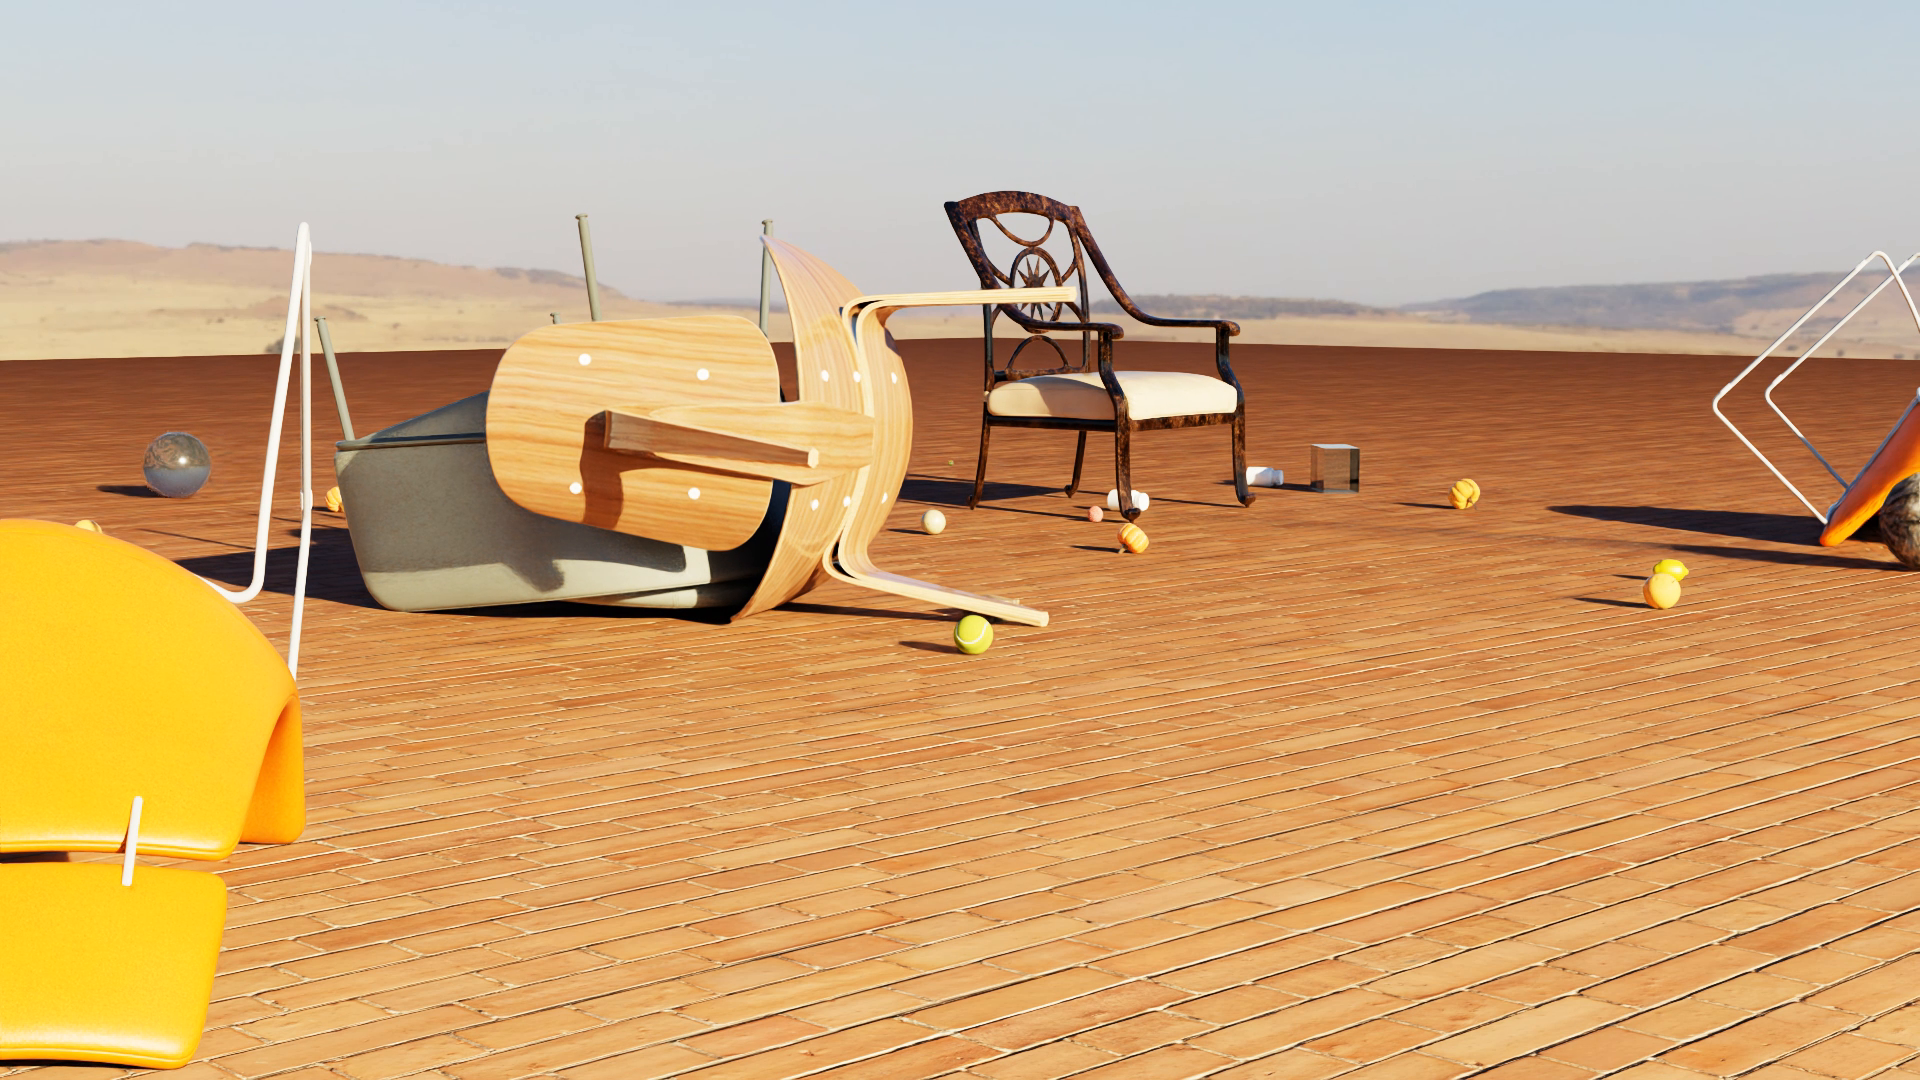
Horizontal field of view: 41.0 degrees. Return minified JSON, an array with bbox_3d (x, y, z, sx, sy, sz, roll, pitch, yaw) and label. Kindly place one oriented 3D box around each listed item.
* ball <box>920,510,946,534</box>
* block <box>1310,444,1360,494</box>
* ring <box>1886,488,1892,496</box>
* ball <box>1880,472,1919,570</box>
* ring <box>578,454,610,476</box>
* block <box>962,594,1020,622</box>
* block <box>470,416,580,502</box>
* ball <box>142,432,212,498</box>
[{"bbox_3d":[-0.068,-0.045,6.539,0.064,0.064,0.064,0,6,0],"label":"ball"},{"bbox_3d":[1.151,-0.220,7.880,0.109,0.136,0.189,0,6,-4],"label":"block"},{"bbox_3d":[2.445,-0.063,6.276,0.387,0.157,0.218,4,5,44],"label":"ring"},{"bbox_3d":[2.171,-0.043,5.723,0.226,0.226,0.226,0,6,0],"label":"ball"},{"bbox_3d":[-1.294,-0.247,8.512,0.272,0.063,0.257,4,7,33],"label":"ring"},{"bbox_3d":[0.058,0.131,4.951,0.066,0.038,0.102,-4,7,-32],"label":"block"},{"bbox_3d":[-1.289,-0.243,7.607,0.220,0.238,0.284,2,6,14],"label":"block"},{"bbox_3d":[-2.323,-0.222,7.607,0.197,0.197,0.197,0,6,0],"label":"ball"}]
